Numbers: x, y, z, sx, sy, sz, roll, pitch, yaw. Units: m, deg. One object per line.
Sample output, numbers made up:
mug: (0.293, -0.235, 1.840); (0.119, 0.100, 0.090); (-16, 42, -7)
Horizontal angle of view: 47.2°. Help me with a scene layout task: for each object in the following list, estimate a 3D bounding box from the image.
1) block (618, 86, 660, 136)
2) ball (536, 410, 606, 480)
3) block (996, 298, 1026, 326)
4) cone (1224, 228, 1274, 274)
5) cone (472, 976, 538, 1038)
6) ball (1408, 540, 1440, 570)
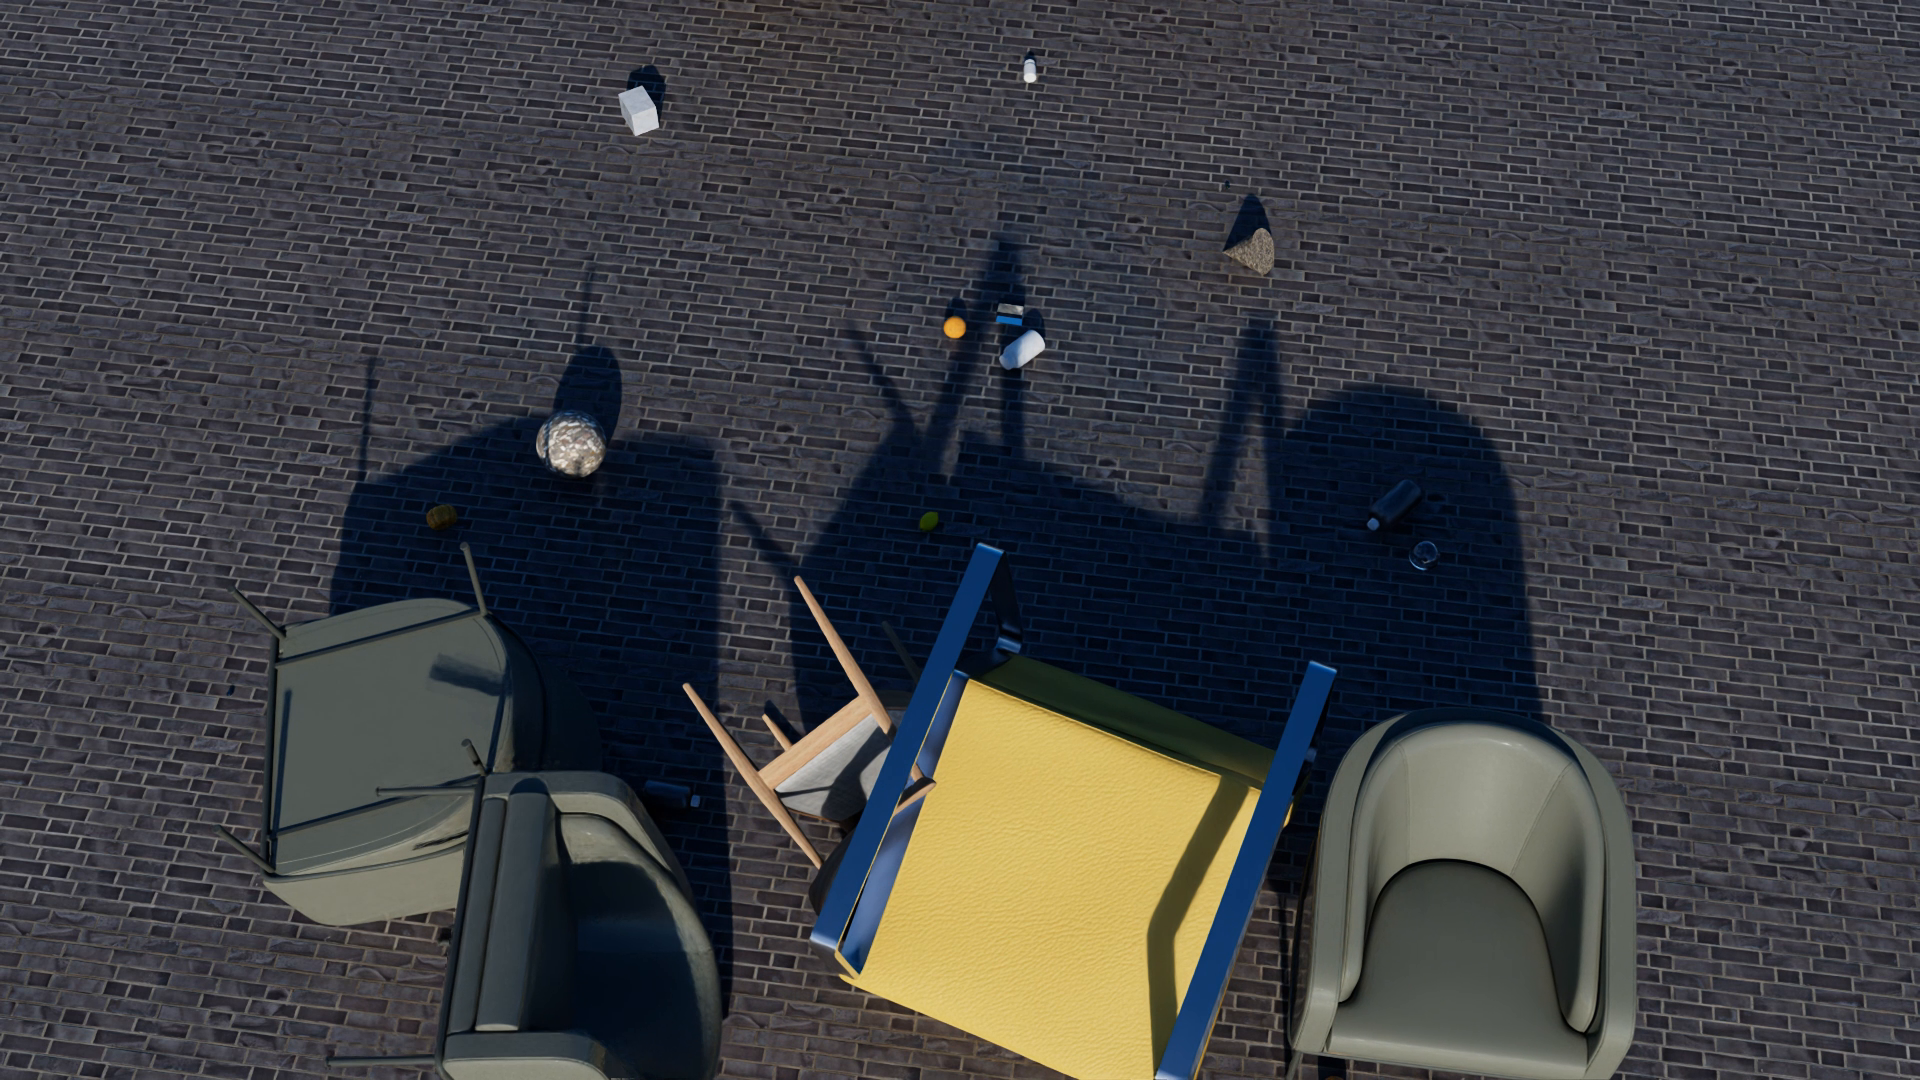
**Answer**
block: (-1.095, -1.464, 7.497); (0.089, 0.097, 0.114); (-24, 59, -15)
ball: (-1.173, -0.289, 6.640); (0.211, 0.211, 0.211); (0, 56, 0)
block: (0.161, -0.730, 7.032); (0.084, 0.053, 0.059); (9, 57, 6)
cone: (0.919, -0.939, 7.162); (0.151, 0.159, 0.147); (4, 72, 37)
cone: (-1.193, 1.174, 5.681); (0.180, 0.174, 0.162); (-39, 65, -23)
ball: (1.371, 0.044, 6.489); (0.092, 0.092, 0.092); (0, 56, 0)
